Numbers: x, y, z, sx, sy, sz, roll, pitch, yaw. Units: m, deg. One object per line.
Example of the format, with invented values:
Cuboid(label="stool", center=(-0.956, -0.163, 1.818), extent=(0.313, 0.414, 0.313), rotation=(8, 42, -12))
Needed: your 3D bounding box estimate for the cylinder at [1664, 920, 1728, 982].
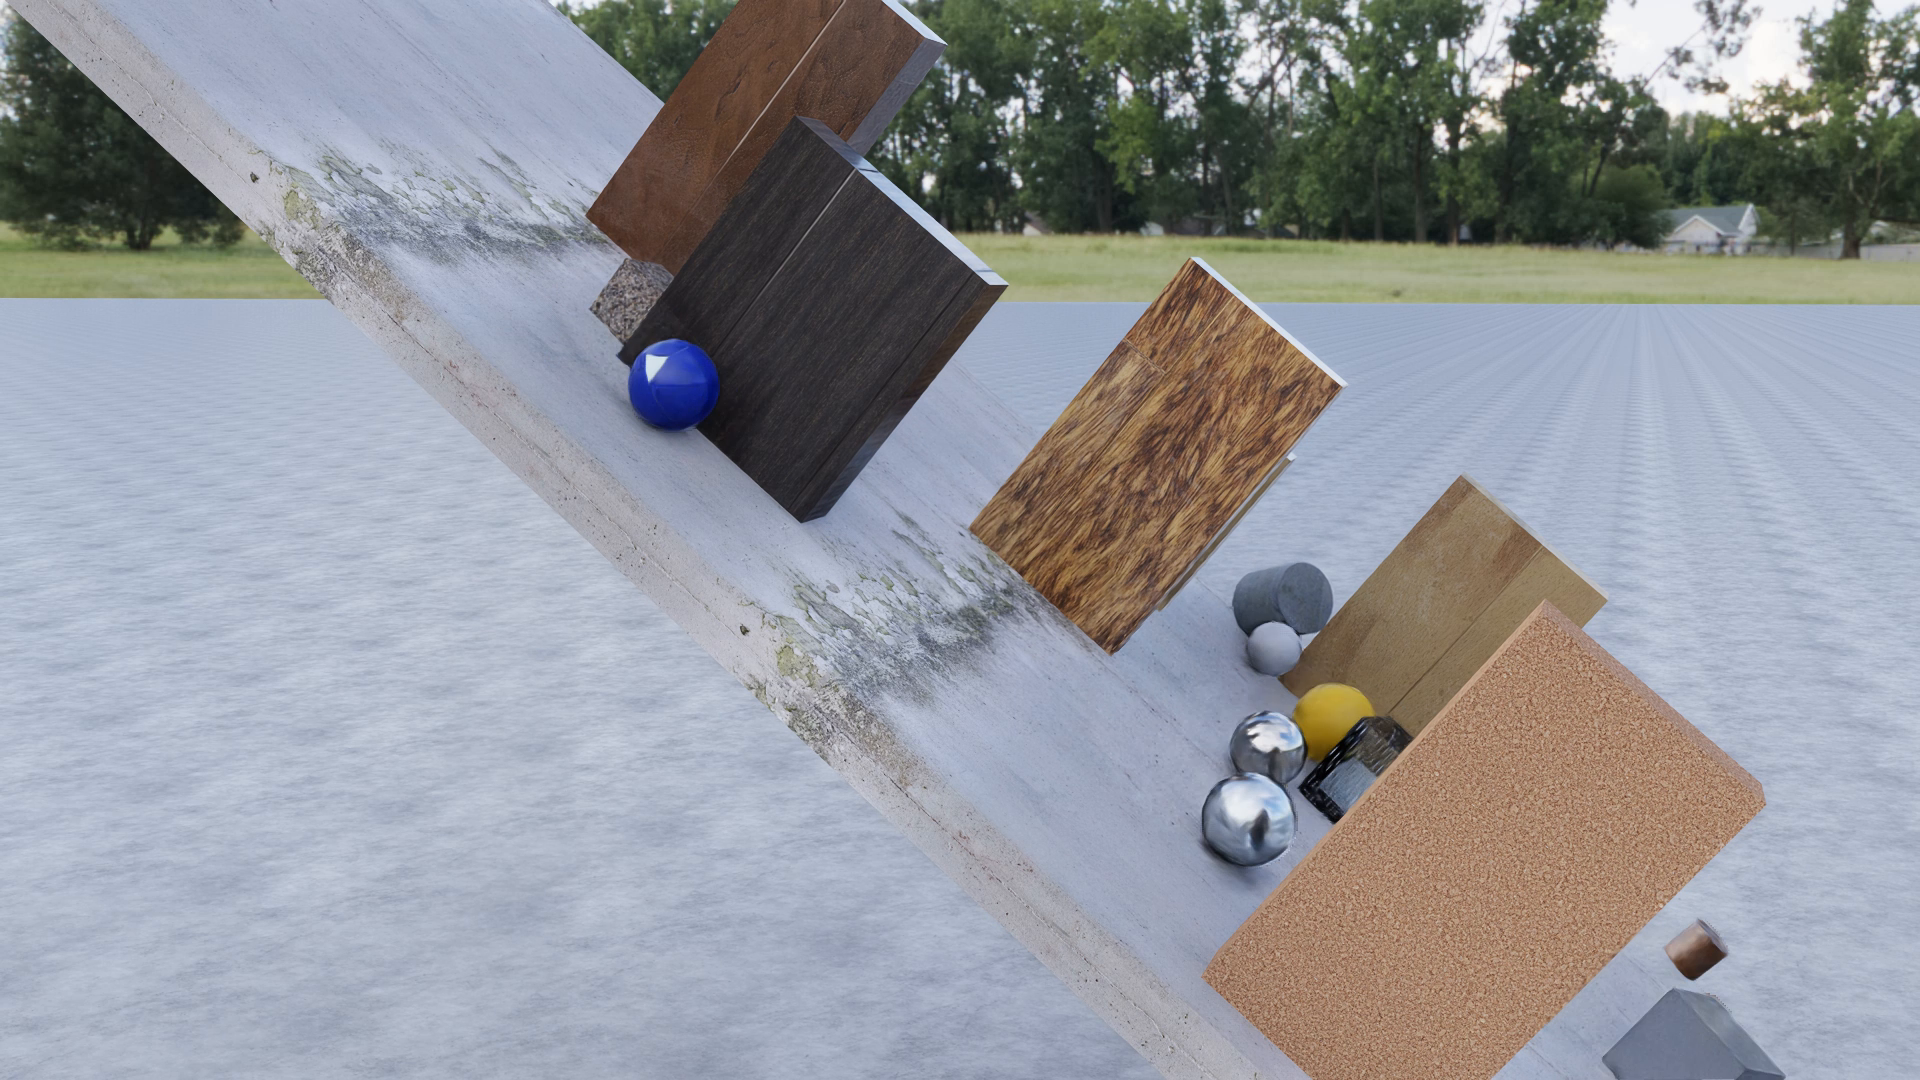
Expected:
Cuboid(label="cylinder", center=(1.895, 1.056, 5.660), extent=(0.113, 0.113, 0.113), rotation=(-44, -8, 18))

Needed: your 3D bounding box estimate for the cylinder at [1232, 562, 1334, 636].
Cuboid(label="cylinder", center=(0.696, 0.134, 4.740), extent=(0.153, 0.153, 0.153), rotation=(-4, -6, -32))

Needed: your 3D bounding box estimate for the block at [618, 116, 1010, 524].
Cuboid(label="block", center=(-0.238, -0.348, 3.492), extent=(0.409, 0.487, 0.110), rotation=(42, 16, 9))

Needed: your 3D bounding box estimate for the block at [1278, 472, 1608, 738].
Cuboid(label="block", center=(1.001, 0.202, 4.578), extent=(0.386, 0.575, 0.103), rotation=(42, 16, 9))

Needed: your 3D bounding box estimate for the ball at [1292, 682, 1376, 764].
Cuboid(label="ball", center=(0.732, 0.361, 4.304), extent=(0.164, 0.164, 0.164), rotation=(0, 7, 0))

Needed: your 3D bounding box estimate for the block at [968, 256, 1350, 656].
Cuboid(label="block", center=(0.352, -0.149, 3.974), extent=(0.353, 0.641, 0.088), rotation=(42, 16, 9))

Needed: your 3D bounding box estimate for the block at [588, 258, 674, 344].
Cuboid(label="block", center=(-0.521, -0.386, 3.651), extent=(0.109, 0.109, 0.109), rotation=(45, 17, 18))

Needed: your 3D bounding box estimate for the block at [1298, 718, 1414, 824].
Cuboid(label="block", center=(0.786, 0.462, 4.121), extent=(0.182, 0.182, 0.182), rotation=(47, 18, 23))

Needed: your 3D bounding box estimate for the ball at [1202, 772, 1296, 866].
Cuboid(label="ball", center=(0.460, 0.446, 3.508), extent=(0.149, 0.149, 0.149), rotation=(0, 7, 0))

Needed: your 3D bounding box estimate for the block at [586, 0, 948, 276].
Cuboid(label="block", center=(-0.355, -0.741, 3.988), extent=(0.315, 0.651, 0.135), rotation=(42, 16, 9))

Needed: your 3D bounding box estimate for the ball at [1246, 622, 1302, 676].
Cuboid(label="ball", center=(0.655, 0.226, 4.586), extent=(0.113, 0.113, 0.113), rotation=(0, 7, 0))

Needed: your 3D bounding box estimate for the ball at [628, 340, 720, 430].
Cuboid(label="ball", center=(-0.440, -0.238, 3.379), extent=(0.140, 0.140, 0.140), rotation=(0, 7, 0))

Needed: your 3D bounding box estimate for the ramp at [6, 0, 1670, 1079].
Cuboid(label="ramp", center=(0.005, 0.042, 4.038), extent=(4.000, 0.100, 2.000), rotation=(42, 16, 9))

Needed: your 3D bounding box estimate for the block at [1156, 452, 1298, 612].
Cuboid(label="block", center=(0.429, -0.111, 4.462), extent=(0.307, 0.408, 0.090), rotation=(42, 16, 9))

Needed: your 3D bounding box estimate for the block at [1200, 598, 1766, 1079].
Cuboid(label="block", center=(0.703, 0.467, 3.001), extent=(0.372, 0.695, 0.124), rotation=(42, 16, 9))

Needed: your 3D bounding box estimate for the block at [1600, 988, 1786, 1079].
Cuboid(label="block", center=(1.325, 0.954, 3.975), extent=(0.190, 0.190, 0.190), rotation=(21, 24, -47))

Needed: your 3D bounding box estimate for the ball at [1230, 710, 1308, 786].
Cuboid(label="ball", center=(0.551, 0.373, 3.923), extent=(0.137, 0.137, 0.137), rotation=(0, 7, 0))
